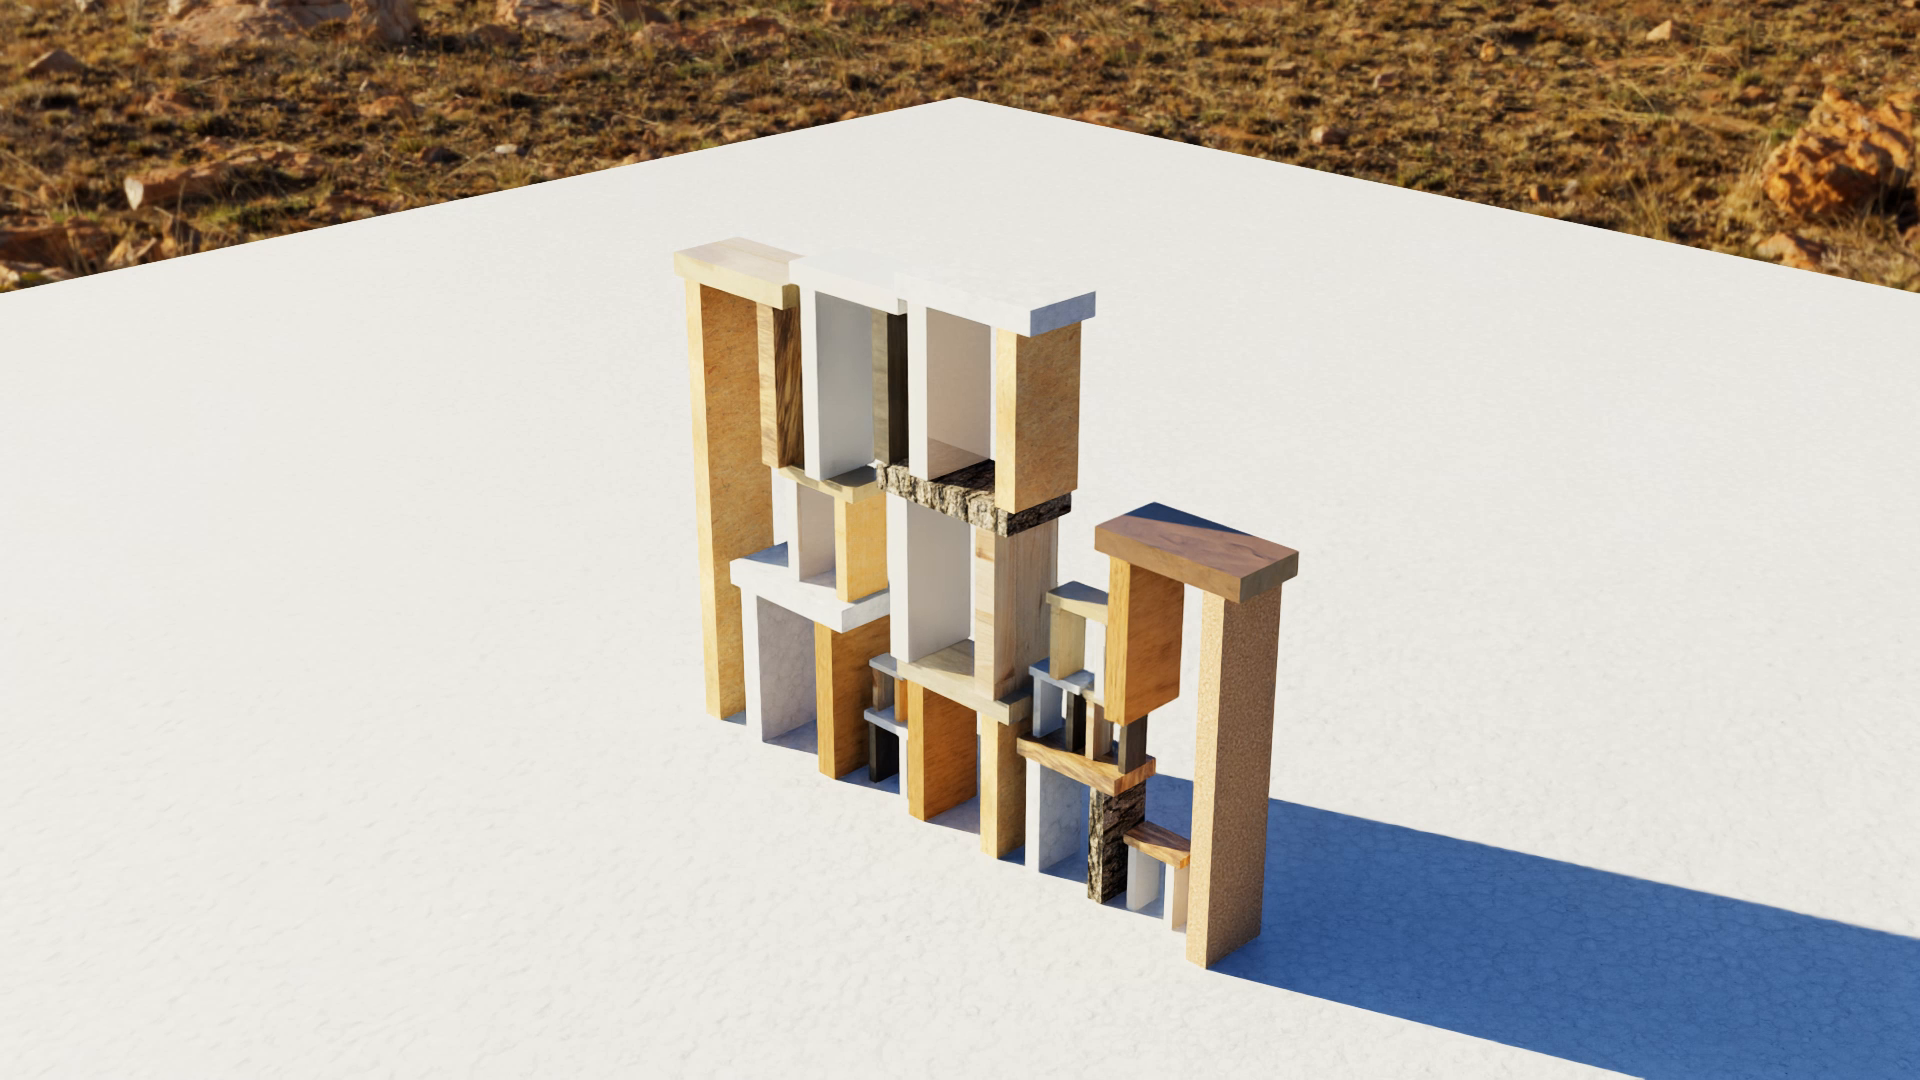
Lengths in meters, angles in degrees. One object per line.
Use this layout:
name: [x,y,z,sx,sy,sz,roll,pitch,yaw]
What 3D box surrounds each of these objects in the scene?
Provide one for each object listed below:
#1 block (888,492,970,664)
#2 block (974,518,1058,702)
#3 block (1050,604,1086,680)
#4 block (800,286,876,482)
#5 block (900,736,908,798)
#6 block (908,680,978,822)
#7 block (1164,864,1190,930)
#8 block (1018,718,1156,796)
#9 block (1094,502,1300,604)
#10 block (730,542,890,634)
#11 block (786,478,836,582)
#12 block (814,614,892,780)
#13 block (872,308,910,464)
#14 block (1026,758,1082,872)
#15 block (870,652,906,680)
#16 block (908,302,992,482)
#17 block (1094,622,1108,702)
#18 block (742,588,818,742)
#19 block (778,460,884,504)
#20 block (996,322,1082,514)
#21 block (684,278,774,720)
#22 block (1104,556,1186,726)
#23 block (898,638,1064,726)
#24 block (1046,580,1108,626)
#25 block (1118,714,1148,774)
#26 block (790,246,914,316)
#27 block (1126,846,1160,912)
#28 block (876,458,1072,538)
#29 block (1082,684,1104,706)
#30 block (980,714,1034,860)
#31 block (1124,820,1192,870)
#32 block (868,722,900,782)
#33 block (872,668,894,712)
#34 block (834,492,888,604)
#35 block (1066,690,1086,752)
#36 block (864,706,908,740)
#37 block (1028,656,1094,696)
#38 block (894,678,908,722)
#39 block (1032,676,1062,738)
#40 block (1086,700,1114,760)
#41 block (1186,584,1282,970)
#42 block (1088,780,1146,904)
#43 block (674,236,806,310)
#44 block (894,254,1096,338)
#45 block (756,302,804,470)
block: [-0.057,0.052,4.304,0.049,0.346,0.173,21,31,41]
block: [0.107,0.115,4.154,0.173,0.346,0.049,-21,31,-40]
block: [0.200,0.179,4.076,0.021,0.149,0.075,22,31,40]
block: [-0.240,-0.324,4.350,0.043,0.394,0.151,21,31,40]
block: [-0.092,0.455,4.511,0.020,0.139,0.069,21,31,41]
block: [-0.034,0.400,4.428,0.043,0.305,0.153,21,31,41]
block: [0.408,0.647,4.063,0.019,0.136,0.068,21,31,41]
block: [0.237,0.406,4.143,0.241,0.034,0.121,21,31,40]
block: [0.405,0.018,3.785,0.320,0.045,0.160,21,31,40]
block: [-0.299,0.093,4.585,0.175,0.049,0.349,-21,31,-40]
block: [-0.303,-0.035,4.539,0.111,0.222,0.031,-21,31,-41]
block: [-0.217,0.308,4.587,0.049,0.349,0.175,21,31,41]
block: [-0.097,-0.311,4.201,0.043,0.302,0.151,21,31,41]
block: [0.182,0.510,4.250,0.034,0.241,0.121,21,31,41]
block: [-0.133,0.257,4.480,0.098,0.014,0.049,21,31,41]
block: [-0.018,-0.297,4.120,0.170,0.340,0.048,-21,31,-41]
block: [0.278,0.209,4.009,0.021,0.156,0.075,19,29,38]
block: [-0.382,0.244,4.738,0.049,0.349,0.175,21,31,41]
block: [-0.251,-0.132,4.441,0.222,0.031,0.111,21,31,41]
block: [0.141,-0.234,3.972,0.170,0.340,0.048,-21,31,-40]
block: [-0.483,-0.092,4.706,0.048,0.994,0.171,21,31,41]
block: [0.331,0.157,3.927,0.045,0.320,0.160,21,30,39]
block: [0.038,0.267,4.294,0.305,0.043,0.153,21,31,41]
block: [0.238,0.114,4.009,0.149,0.021,0.075,20,30,40]
block: [0.318,0.366,4.040,0.017,0.120,0.060,21,31,39]
block: [-0.169,-0.497,4.198,0.302,0.043,0.151,21,31,40]
block: [0.344,0.622,4.122,0.019,0.136,0.068,21,31,41]
block: [0.024,-0.099,4.151,0.346,0.049,0.173,21,31,41]
block: [0.291,0.292,4.039,0.120,0.017,0.060,22,31,40]
block: [0.110,0.456,4.296,0.043,0.305,0.153,21,31,41]
block: [0.376,0.563,4.062,0.136,0.019,0.068,21,31,41]
block: [-0.157,0.430,4.571,0.020,0.139,0.069,21,31,41]
block: [-0.156,0.300,4.523,0.014,0.098,0.049,21,31,41]
block: [-0.199,0.006,4.442,0.111,0.222,0.031,-21,31,-40]
block: [0.225,0.330,4.117,0.018,0.125,0.063,21,31,40]
block: [-0.124,0.369,4.510,0.139,0.020,0.069,21,31,41]
block: [0.196,0.253,4.116,0.125,0.018,0.063,21,31,40]
block: [-0.110,0.318,4.481,0.014,0.098,0.049,21,31,41]
block: [0.167,0.307,4.172,0.018,0.125,0.063,21,31,40]
block: [0.261,0.344,4.091,0.017,0.120,0.060,21,30,39]
block: [0.480,0.405,3.868,0.045,0.732,0.160,21,31,41]
block: [0.295,0.555,4.145,0.034,0.241,0.121,21,31,40]
block: [-0.403,-0.540,4.428,0.171,0.048,0.341,-21,31,-40]
block: [0.061,-0.444,3.970,0.170,0.048,0.340,-21,31,-41]
block: [-0.323,-0.329,4.429,0.048,0.341,0.171,21,31,41]
